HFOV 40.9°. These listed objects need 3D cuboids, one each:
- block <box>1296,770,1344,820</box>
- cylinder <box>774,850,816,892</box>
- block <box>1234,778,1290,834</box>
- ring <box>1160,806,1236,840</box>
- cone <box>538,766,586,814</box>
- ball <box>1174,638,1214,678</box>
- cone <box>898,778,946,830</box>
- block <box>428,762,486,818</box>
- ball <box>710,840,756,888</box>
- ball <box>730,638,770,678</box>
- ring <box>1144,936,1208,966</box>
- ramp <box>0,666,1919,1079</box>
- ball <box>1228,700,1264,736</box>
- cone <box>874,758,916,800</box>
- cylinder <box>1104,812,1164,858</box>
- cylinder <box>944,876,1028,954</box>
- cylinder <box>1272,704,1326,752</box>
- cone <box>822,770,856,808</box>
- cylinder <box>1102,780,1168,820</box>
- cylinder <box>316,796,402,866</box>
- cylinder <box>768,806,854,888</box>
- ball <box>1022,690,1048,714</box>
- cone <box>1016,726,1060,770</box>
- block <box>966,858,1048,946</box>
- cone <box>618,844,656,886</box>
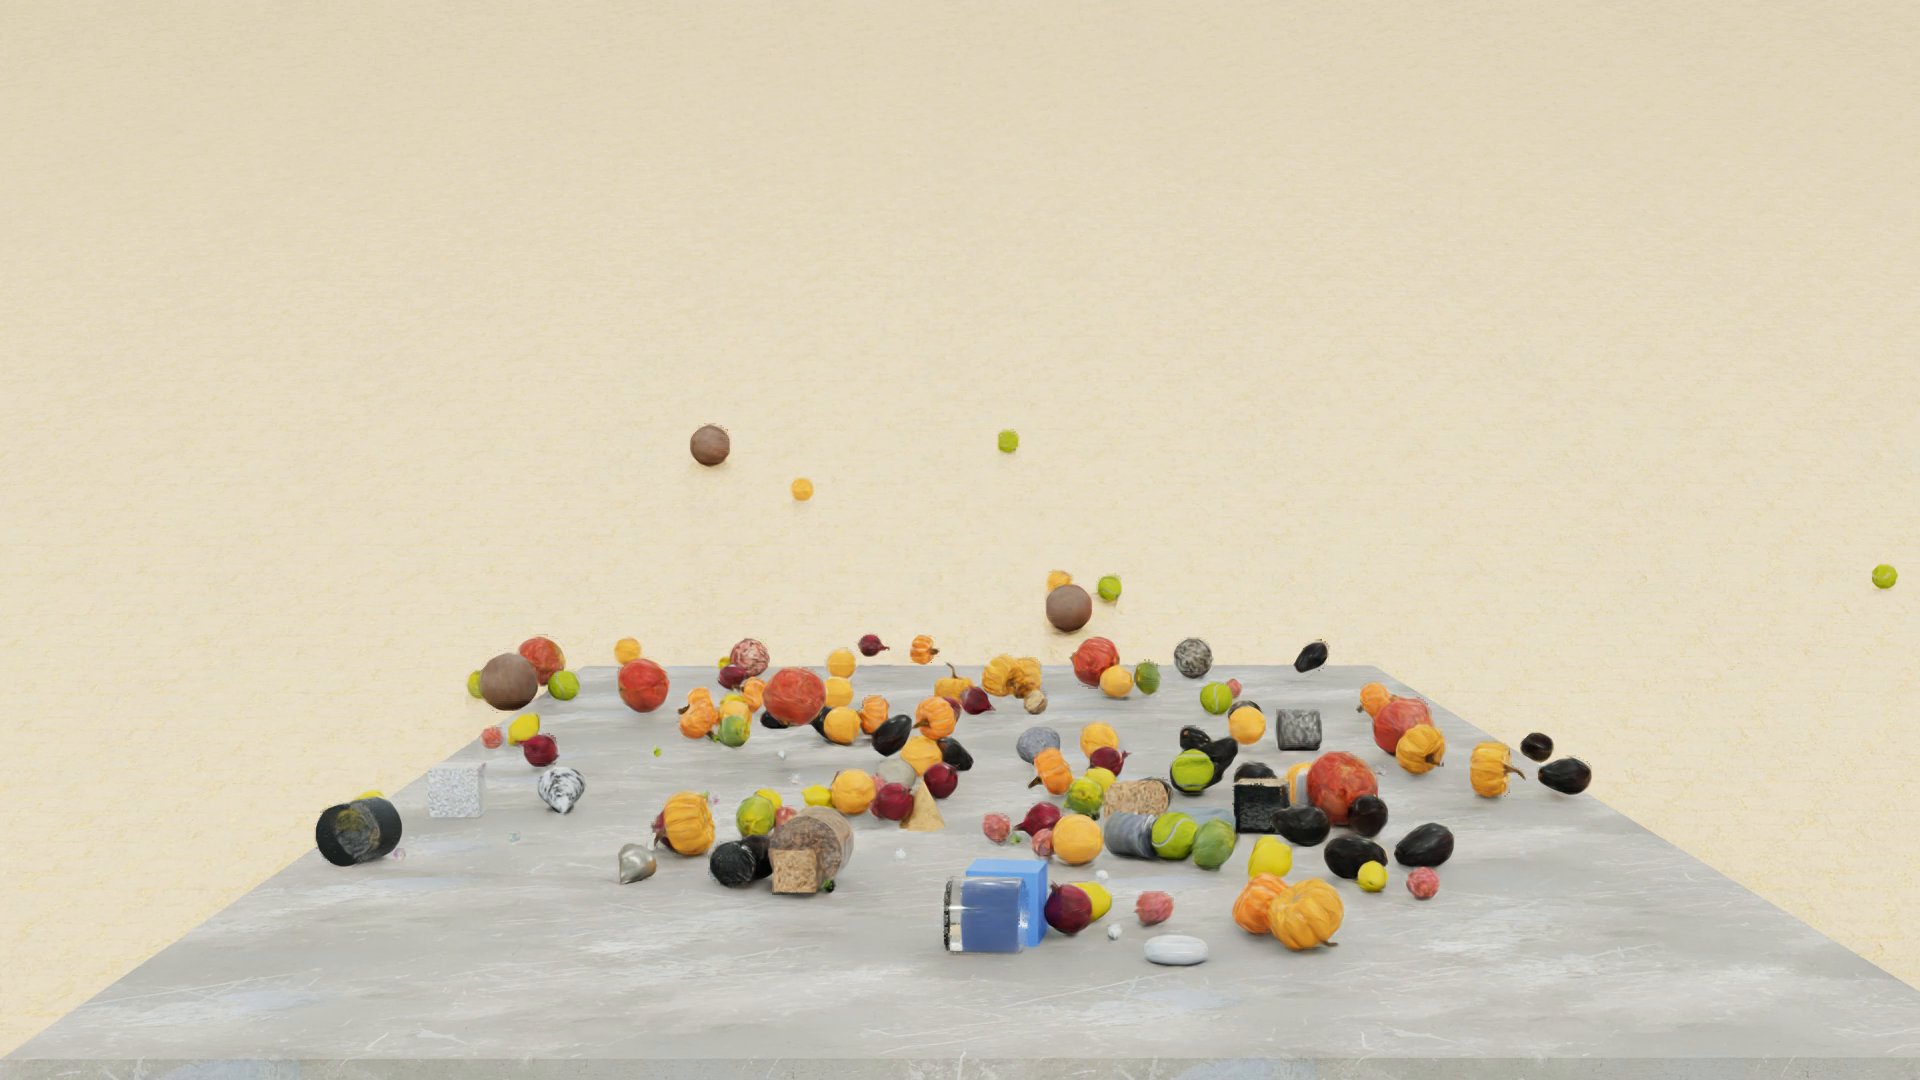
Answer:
[{"bbox_3d":[0.570,0.402,4.064,0.069,0.069,0.069,1,3,13],"label":"block"},{"bbox_3d":[-0.218,0.437,3.396,0.055,0.055,0.055,-2,-7,0],"label":"cylinder"},{"bbox_3d":[0.462,0.407,3.933,0.073,0.073,0.073,1,3,17],"label":"block"},{"bbox_3d":[0.357,0.427,3.868,0.118,0.039,0.118,-1,3,0],"label":"ring"},{"bbox_3d":[-0.638,0.417,4.124,0.077,0.077,0.077,-4,30,-9],"label":"cone"},{"bbox_3d":[0.564,0.286,6.217,0.095,0.095,0.095,0,22,0],"label":"ball"},{"bbox_3d":[-0.057,0.404,3.965,0.075,0.075,0.075,0,3,0],"label":"cone"},{"bbox_3d":[-0.801,0.397,4.099,0.077,0.077,0.077,0,3,-1],"label":"block"},{"bbox_3d":[-0.306,0.435,3.459,0.062,0.062,0.062,0,22,0],"label":"ball"},{"bbox_3d":[-0.509,0.286,6.223,0.095,0.095,0.095,0,22,0],"label":"ball"},{"bbox_3d":[0.251,0.476,2.986,0.077,0.026,0.077,1,2,0],"label":"ring"},{"bbox_3d":[0.051,0.465,4.534,2.000,0.100,4.000,0,3,0],"label":"ramp"},{"bbox_3d":[0.564,0.352,5.084,0.071,0.071,0.071,0,22,0],"label":"ball"},{"bbox_3d":[-0.108,0.412,4.258,0.072,0.072,0.072,0,29,0],"label":"cone"},{"bbox_3d":[0.249,0.423,3.695,0.061,0.061,0.061,2,18,40],"label":"cylinder"},{"bbox_3d":[0.030,0.442,3.034,0.088,0.088,0.088,0,22,9],"label":"cylinder"},{"bbox_3d":[0.642,0.360,4.875,0.074,0.074,0.074,-30,27,-5],"label":"cylinder"},{"bbox_3d":[-0.198,0.403,4.190,0.057,0.057,0.057,0,3,0],"label":"cone"},{"bbox_3d":[0.268,0.402,3.915,0.071,0.071,0.071,-9,11,42],"label":"cylinder"},{"bbox_3d":[-0.854,0.414,3.655,0.087,0.087,0.087,8,5,19],"label":"cylinder"},{"bbox_3d":[-0.200,0.416,3.477,0.100,0.100,0.100,3,2,8],"label":"cylinder"},{"bbox_3d":[0.159,0.344,5.456,0.052,0.052,0.052,0,22,0],"label":"ball"},{"bbox_3d":[0.150,0.392,4.630,0.082,0.082,0.082,-4,30,-9],"label":"cone"},{"bbox_3d":[0.057,0.439,3.119,0.088,0.088,0.088,0,3,9],"label":"block"},{"bbox_3d":[-0.450,0.452,3.494,0.057,0.057,0.057,7,32,17],"label":"cone"}]
